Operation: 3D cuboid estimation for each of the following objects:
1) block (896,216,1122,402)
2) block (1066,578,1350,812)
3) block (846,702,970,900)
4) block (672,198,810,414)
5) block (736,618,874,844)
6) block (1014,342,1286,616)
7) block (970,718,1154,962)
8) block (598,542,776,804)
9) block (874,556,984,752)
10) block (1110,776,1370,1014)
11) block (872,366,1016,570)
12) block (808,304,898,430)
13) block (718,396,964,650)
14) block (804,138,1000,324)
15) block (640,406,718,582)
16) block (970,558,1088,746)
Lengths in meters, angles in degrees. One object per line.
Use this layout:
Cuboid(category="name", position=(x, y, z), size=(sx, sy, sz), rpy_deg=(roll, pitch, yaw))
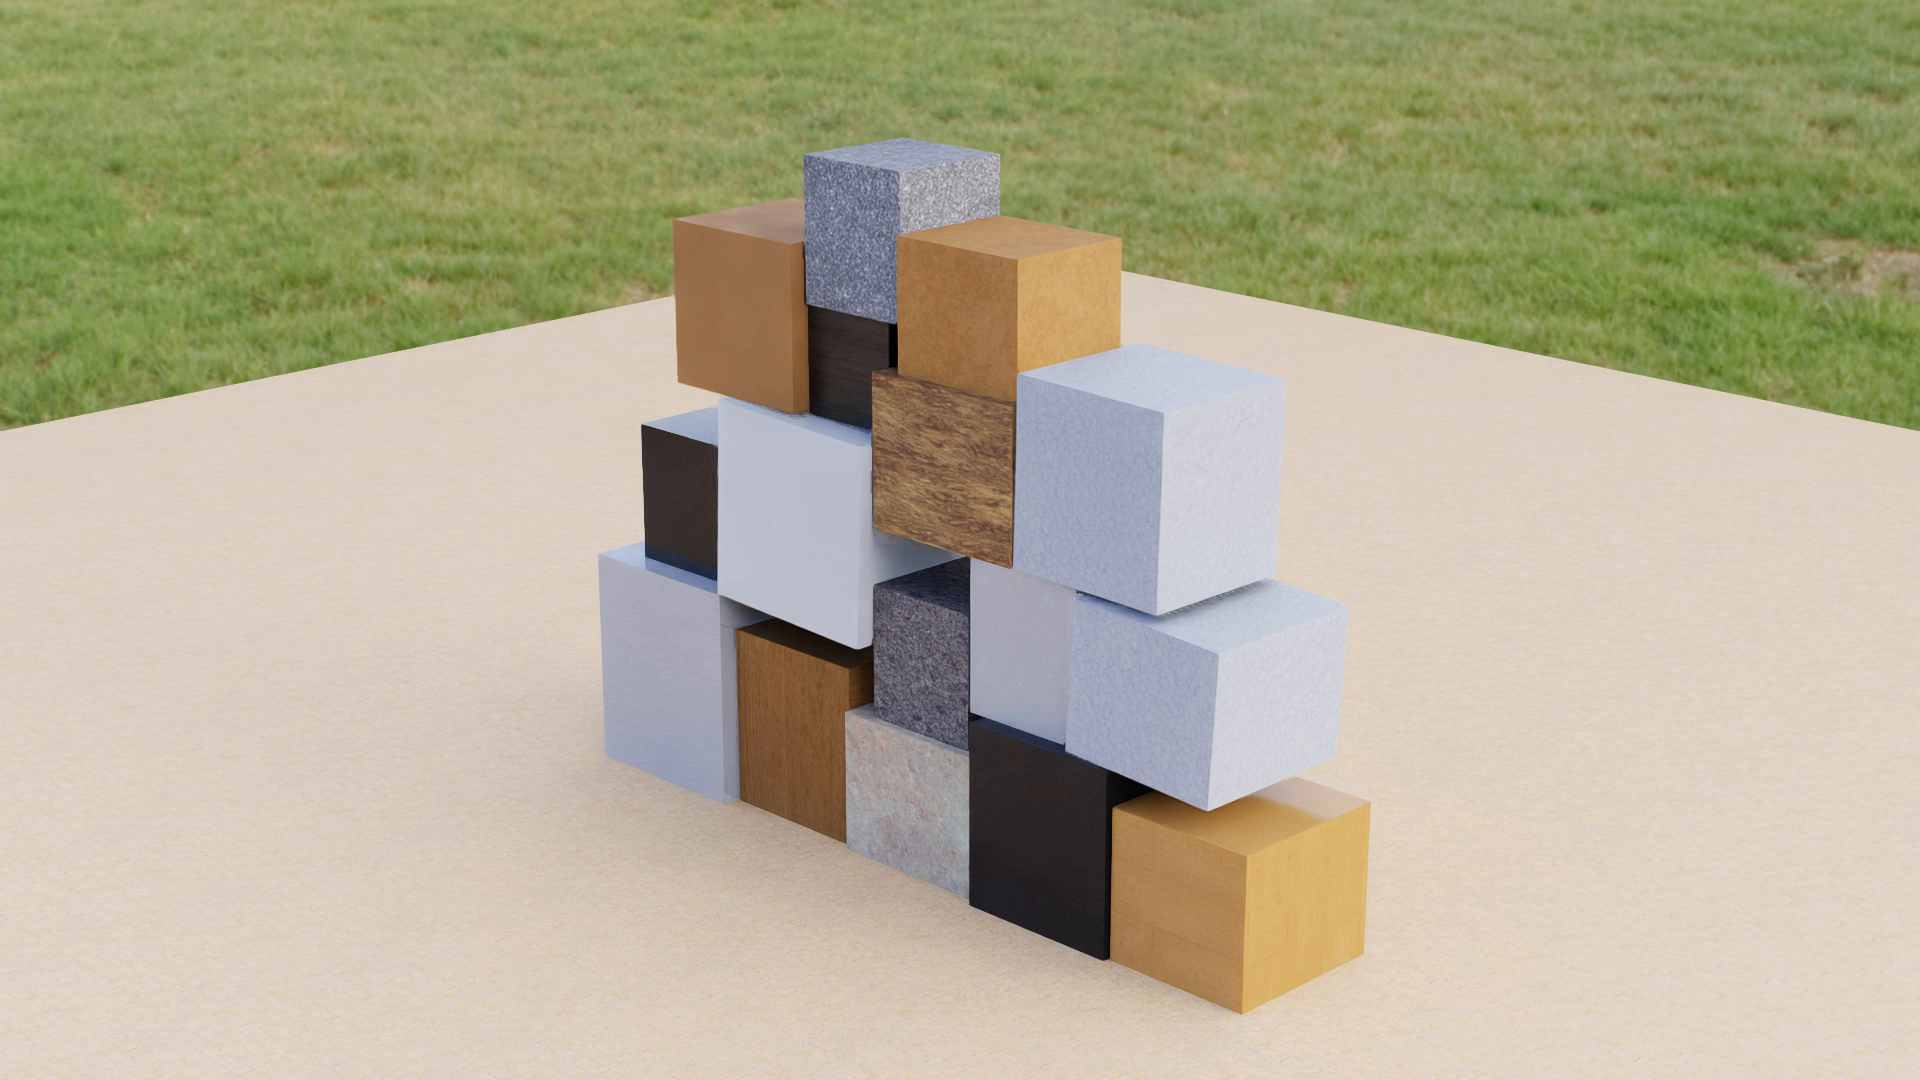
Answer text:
Cuboid(category="block", position=(0.213, -1.018, 12.784), size=(0.729, 0.618, 0.648), rpy_deg=(16, 24, 43))
Cuboid(category="block", position=(1.044, 0.588, 12.421), size=(0.846, 0.696, 0.797), rpy_deg=(-17, 27, -42))
Cuboid(category="block", position=(0.056, 1.123, 13.629), size=(0.817, 0.686, 0.842), rpy_deg=(-17, 24, -42))
Cuboid(category="block", position=(-0.785, -1.118, 13.800), size=(0.757, 0.786, 0.823), rpy_deg=(-17, 24, -42))
Cuboid(category="block", position=(-0.512, 0.849, 14.173), size=(0.790, 0.882, 0.791), rpy_deg=(-17, 24, -42))
Cuboid(category="block", position=(0.796, -0.275, 12.414), size=(0.772, 0.864, 0.817), rpy_deg=(-17, 25, -42))
Cuboid(category="block", position=(0.641, 1.212, 13.029), size=(0.885, 0.875, 0.812), rpy_deg=(-17, 24, -42))
Cuboid(category="block", position=(-1.144, 0.579, 14.712), size=(0.926, 1.074, 0.924), rpy_deg=(-17, 24, -42))
Cuboid(category="block", position=(0.076, 0.496, 13.410), size=(0.721, 0.641, 0.607), rpy_deg=(-17, 24, -42))
Cuboid(category="block", position=(1.194, 1.458, 12.524), size=(0.820, 0.709, 0.735), rpy_deg=(-17, 24, -42))
Cuboid(category="block", position=(0.205, -0.394, 13.029), size=(0.819, 0.720, 0.859), rpy_deg=(-17, 24, -42))
Cuboid(category="block", position=(-0.295, -0.835, 13.397), size=(0.586, 0.521, 0.531), rpy_deg=(-17, 24, -42))
Cuboid(category="block", position=(-0.470, -0.175, 13.784), size=(0.921, 0.961, 0.972), rpy_deg=(-17, 26, -42))
Cuboid(category="block", position=(-0.259, -1.395, 13.171), size=(0.619, 0.682, 0.621), rpy_deg=(16, 24, 42))
Cuboid(category="block", position=(-1.080, -0.241, 14.392), size=(0.668, 0.682, 0.679), rpy_deg=(-17, 24, -42))
Cuboid(category="block", position=(0.525, 0.402, 12.920), size=(0.724, 0.735, 0.630), rpy_deg=(-17, 24, -42))
